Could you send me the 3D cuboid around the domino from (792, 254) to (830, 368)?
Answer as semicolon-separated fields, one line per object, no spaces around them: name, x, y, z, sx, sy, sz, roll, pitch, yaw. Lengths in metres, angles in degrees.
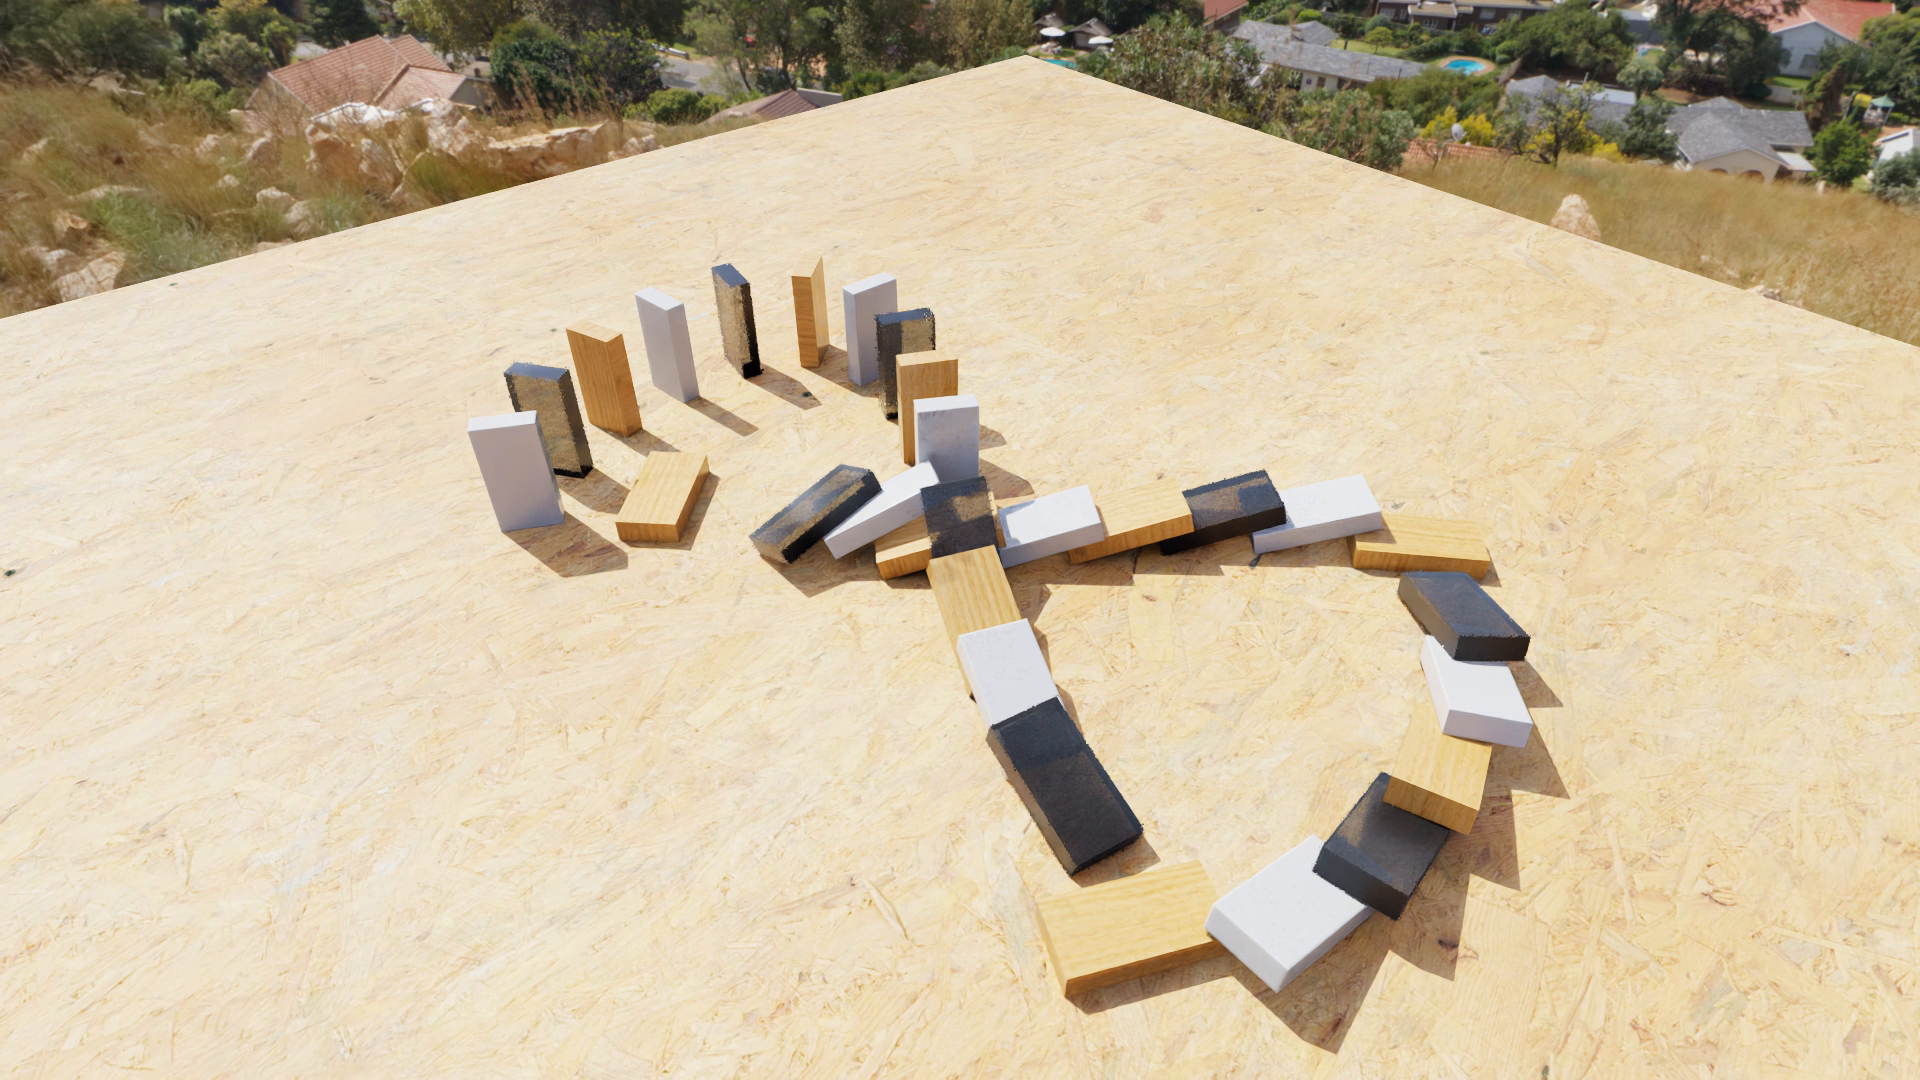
domino;-0.075;-0.115;0.551;0.009;0.050;0.025;5;40;6

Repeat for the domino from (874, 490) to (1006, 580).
domino;-0.009;-0.002;0.437;0.050;0.010;0.025;-15;40;4

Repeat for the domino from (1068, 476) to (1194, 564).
domino;0.066;-0.008;0.444;0.050;0.010;0.025;-16;40;4

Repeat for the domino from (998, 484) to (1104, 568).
domino;0.030;-0.004;0.439;0.050;0.009;0.025;-16;40;4

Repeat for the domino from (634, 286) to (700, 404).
domino;-0.139;-0.093;0.524;0.025;0.050;0.009;30;48;31

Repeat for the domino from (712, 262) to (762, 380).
domino;-0.110;-0.108;0.543;0.009;0.050;0.025;-21;44;-24

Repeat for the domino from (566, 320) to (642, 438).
domino;-0.162;-0.073;0.501;0.025;0.050;0.009;21;44;23

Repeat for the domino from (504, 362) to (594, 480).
domino;-0.177;-0.051;0.474;0.025;0.050;0.009;9;40;11

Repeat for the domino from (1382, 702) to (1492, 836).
domino;0.152;0.071;0.347;0.025;0.009;0.050;20;28;23

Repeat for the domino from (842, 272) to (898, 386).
domino;-0.043;-0.102;0.537;0.025;0.050;0.009;-28;47;-30

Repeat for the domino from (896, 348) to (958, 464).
domino;-0.014;-0.058;0.483;0.025;0.050;0.010;-9;40;-11

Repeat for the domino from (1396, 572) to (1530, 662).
domino;0.182;0.027;0.400;0.025;0.010;0.050;1;25;-2

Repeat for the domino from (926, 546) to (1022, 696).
domino;0.008;0.028;0.393;0.025;0.009;0.050;-13;66;-15

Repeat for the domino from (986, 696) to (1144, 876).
domino;0.032;0.075;0.341;0.025;0.009;0.050;-21;60;-23

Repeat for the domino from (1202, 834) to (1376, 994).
domino;0.094;0.103;0.308;0.050;0.010;0.025;-16;40;-39

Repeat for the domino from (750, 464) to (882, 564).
domino;-0.058;-0.011;0.442;0.050;0.009;0.025;-41;30;-23

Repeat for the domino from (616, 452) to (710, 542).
domino;-0.125;-0.019;0.467;0.025;0.010;0.050;3;39;3

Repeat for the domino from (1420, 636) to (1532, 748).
domino;0.173;0.050;0.372;0.025;0.009;0.050;9;25;10

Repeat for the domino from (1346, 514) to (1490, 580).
domino;0.183;0.002;0.441;0.050;0.010;0.025;5;40;6

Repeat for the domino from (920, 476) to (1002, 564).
domino;0.002;0.003;0.416;0.025;0.010;0.050;-11;75;-1

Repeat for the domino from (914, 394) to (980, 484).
domino;-0.005;-0.035;0.454;0.025;0.050;0.009;-7;40;-8

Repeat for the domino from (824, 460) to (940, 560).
domino;-0.031;-0.013;0.440;0.050;0.009;0.025;-27;28;2

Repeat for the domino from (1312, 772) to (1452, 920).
domino;0.127;0.089;0.325;0.025;0.010;0.050;28;32;30

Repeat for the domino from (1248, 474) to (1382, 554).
domino;0.142;-0.011;0.447;0.050;0.009;0.025;-12;39;8

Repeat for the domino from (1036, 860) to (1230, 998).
domino;0.049;0.109;0.310;0.050;0.010;0.025;-10;40;-12

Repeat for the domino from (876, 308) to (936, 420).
domino;-0.024;-0.082;0.511;0.025;0.050;0.009;-13;41;-15

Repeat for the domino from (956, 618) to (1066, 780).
domino;0.019;0.052;0.368;0.025;0.009;0.050;-13;58;-15

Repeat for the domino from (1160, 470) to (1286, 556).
domino;0.104;-0.011;0.447;0.050;0.009;0.025;-15;39;5

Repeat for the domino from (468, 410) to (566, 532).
domino;-0.179;-0.027;0.445;0.025;0.050;0.009;-8;40;-10
